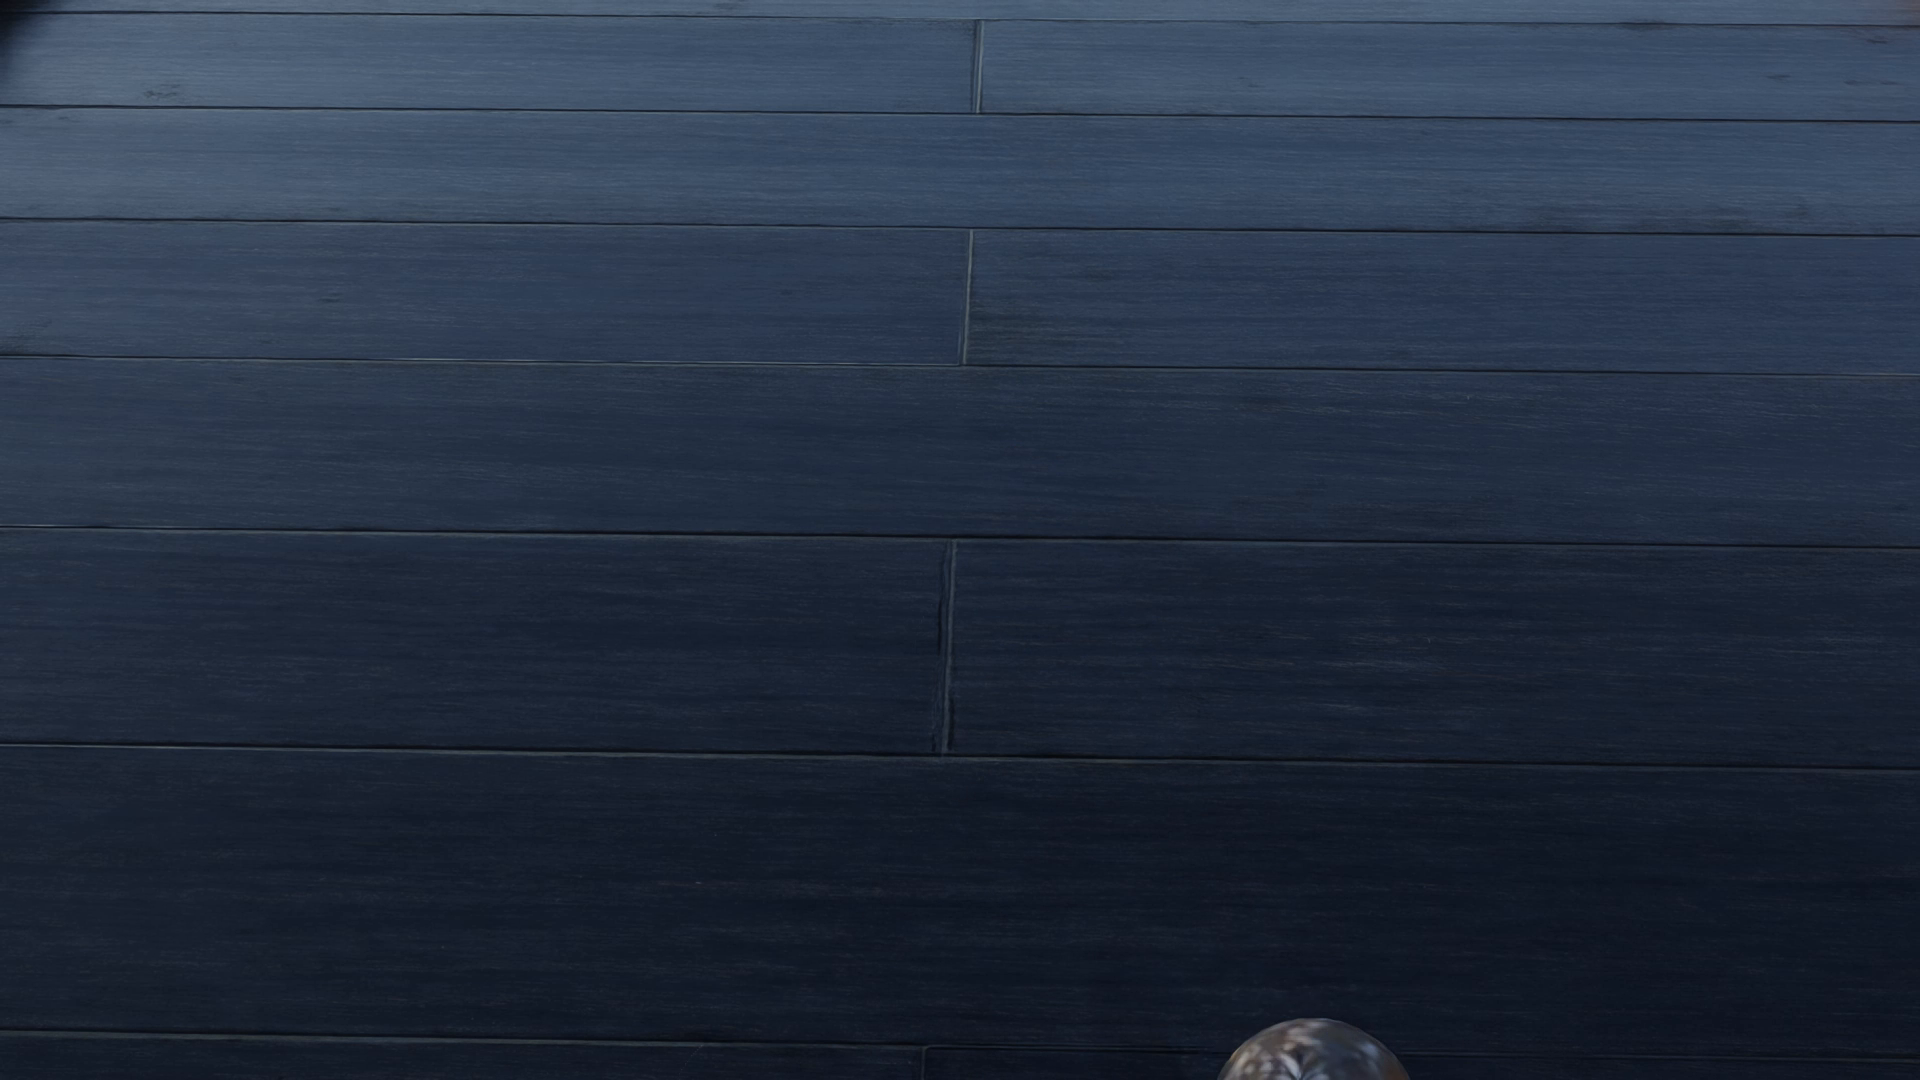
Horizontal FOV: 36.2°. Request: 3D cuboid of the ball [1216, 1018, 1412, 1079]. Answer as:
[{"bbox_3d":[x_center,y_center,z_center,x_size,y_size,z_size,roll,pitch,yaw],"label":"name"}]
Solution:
[{"bbox_3d":[0.152,0.251,1.259,0.092,0.092,0.092,0,28,0],"label":"ball"}]
